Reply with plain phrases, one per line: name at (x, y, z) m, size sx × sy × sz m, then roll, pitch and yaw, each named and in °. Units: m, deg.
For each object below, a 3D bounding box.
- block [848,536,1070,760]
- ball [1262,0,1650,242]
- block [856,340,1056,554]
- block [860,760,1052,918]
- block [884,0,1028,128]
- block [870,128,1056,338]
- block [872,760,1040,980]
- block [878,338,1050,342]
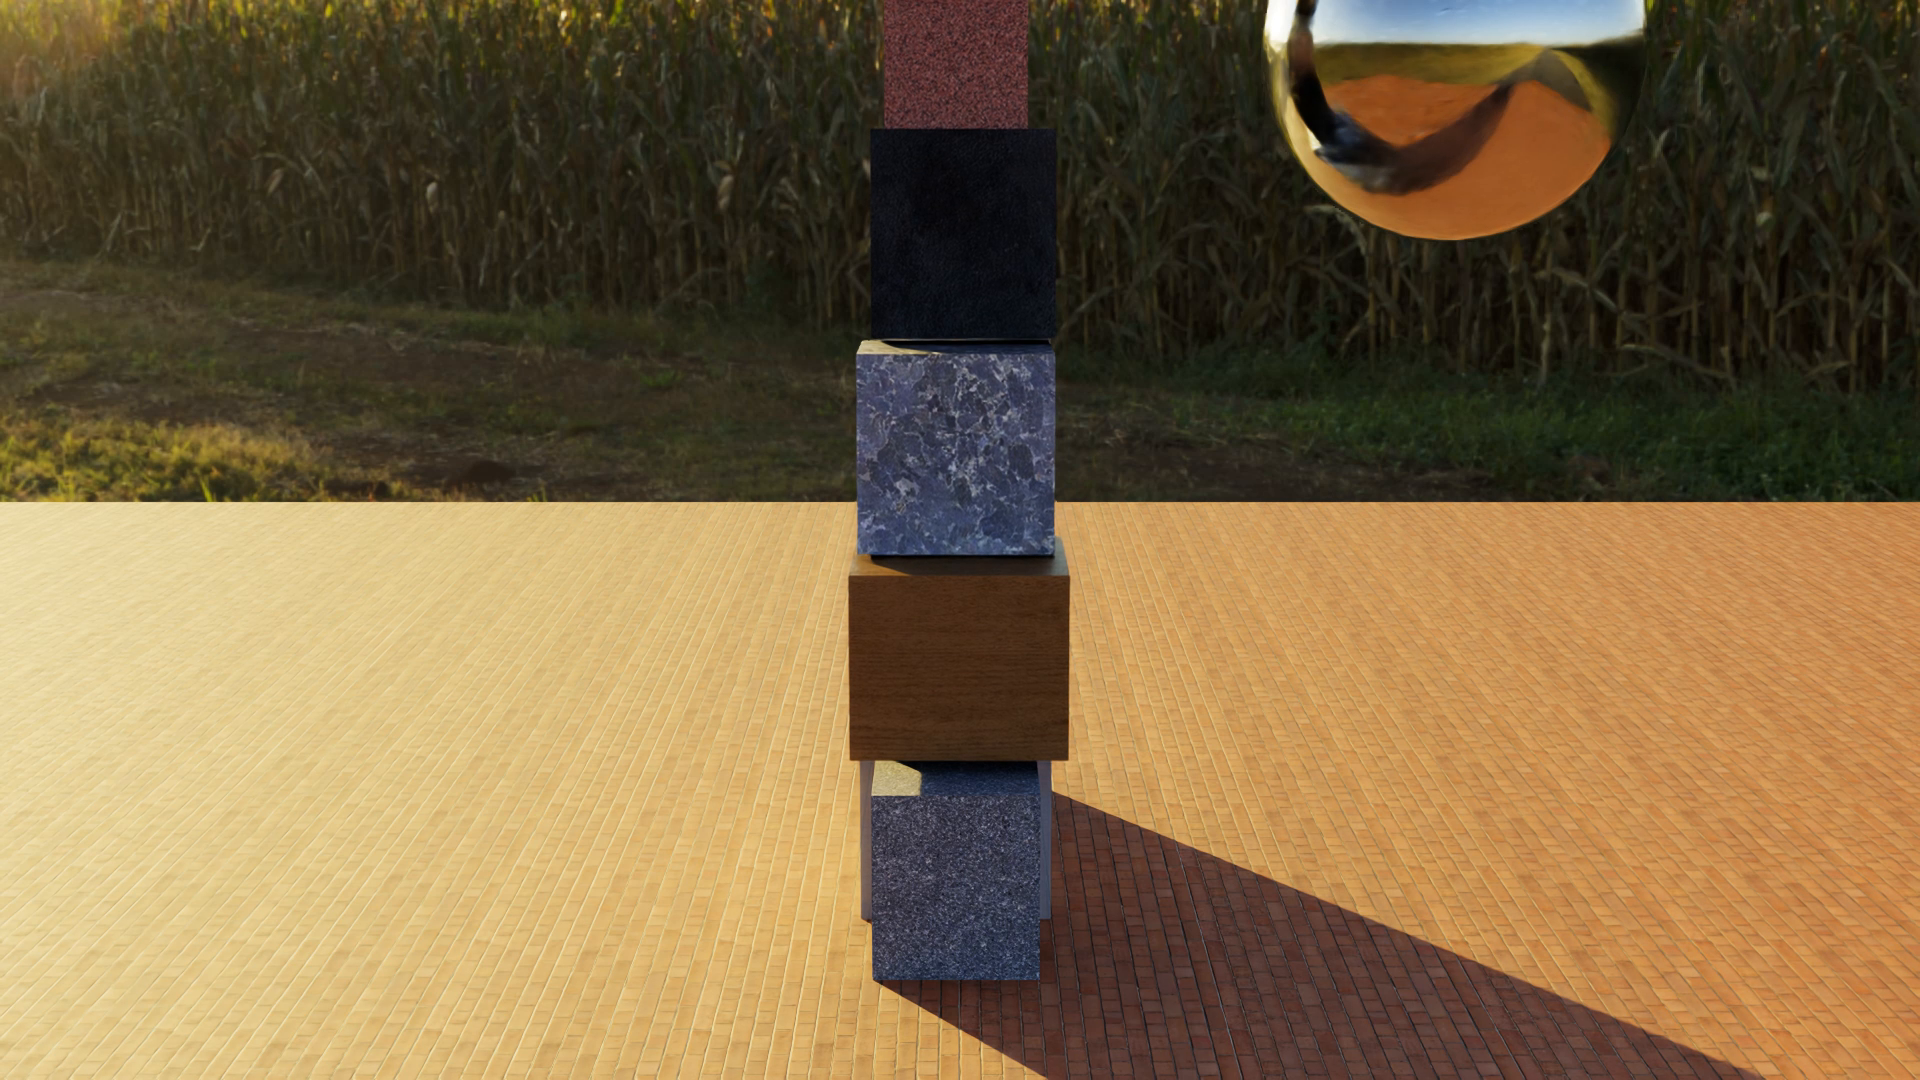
block at (-0.003, 0.430, 10.557) m, size 0.871 × 0.750 × 0.877 m, roll 0°, pitch 10°, yaw 0°
ball at (2.074, -2.063, 10.805) m, size 1.600 × 1.600 × 1.600 m, roll 0°, pitch 10°, yaw 0°
block at (-0.018, -0.400, 10.733) m, size 0.800 × 0.813 × 0.787 m, roll 0°, pitch 8°, yaw 0°
block at (-0.018, 1.131, 11.070) m, size 0.798 × 0.813 × 0.707 m, roll 0°, pitch 10°, yaw 0°
block at (-0.020, -2.043, 11.012) m, size 0.601 × 0.600 × 0.596 m, roll 0°, pitch 5°, yaw -1°
block at (0.014, -1.310, 11.075) m, size 0.775 × 0.871 × 0.697 m, roll 0°, pitch 5°, yaw 0°
block at (-0.016, 1.293, 10.361) m, size 0.657 × 0.749 × 0.727 m, roll 0°, pitch 10°, yaw 0°
block at (0.020, -0.462, 11.684) m, size 0.760 × 0.878 × 0.759 m, roll 0°, pitch 1°, yaw 1°
